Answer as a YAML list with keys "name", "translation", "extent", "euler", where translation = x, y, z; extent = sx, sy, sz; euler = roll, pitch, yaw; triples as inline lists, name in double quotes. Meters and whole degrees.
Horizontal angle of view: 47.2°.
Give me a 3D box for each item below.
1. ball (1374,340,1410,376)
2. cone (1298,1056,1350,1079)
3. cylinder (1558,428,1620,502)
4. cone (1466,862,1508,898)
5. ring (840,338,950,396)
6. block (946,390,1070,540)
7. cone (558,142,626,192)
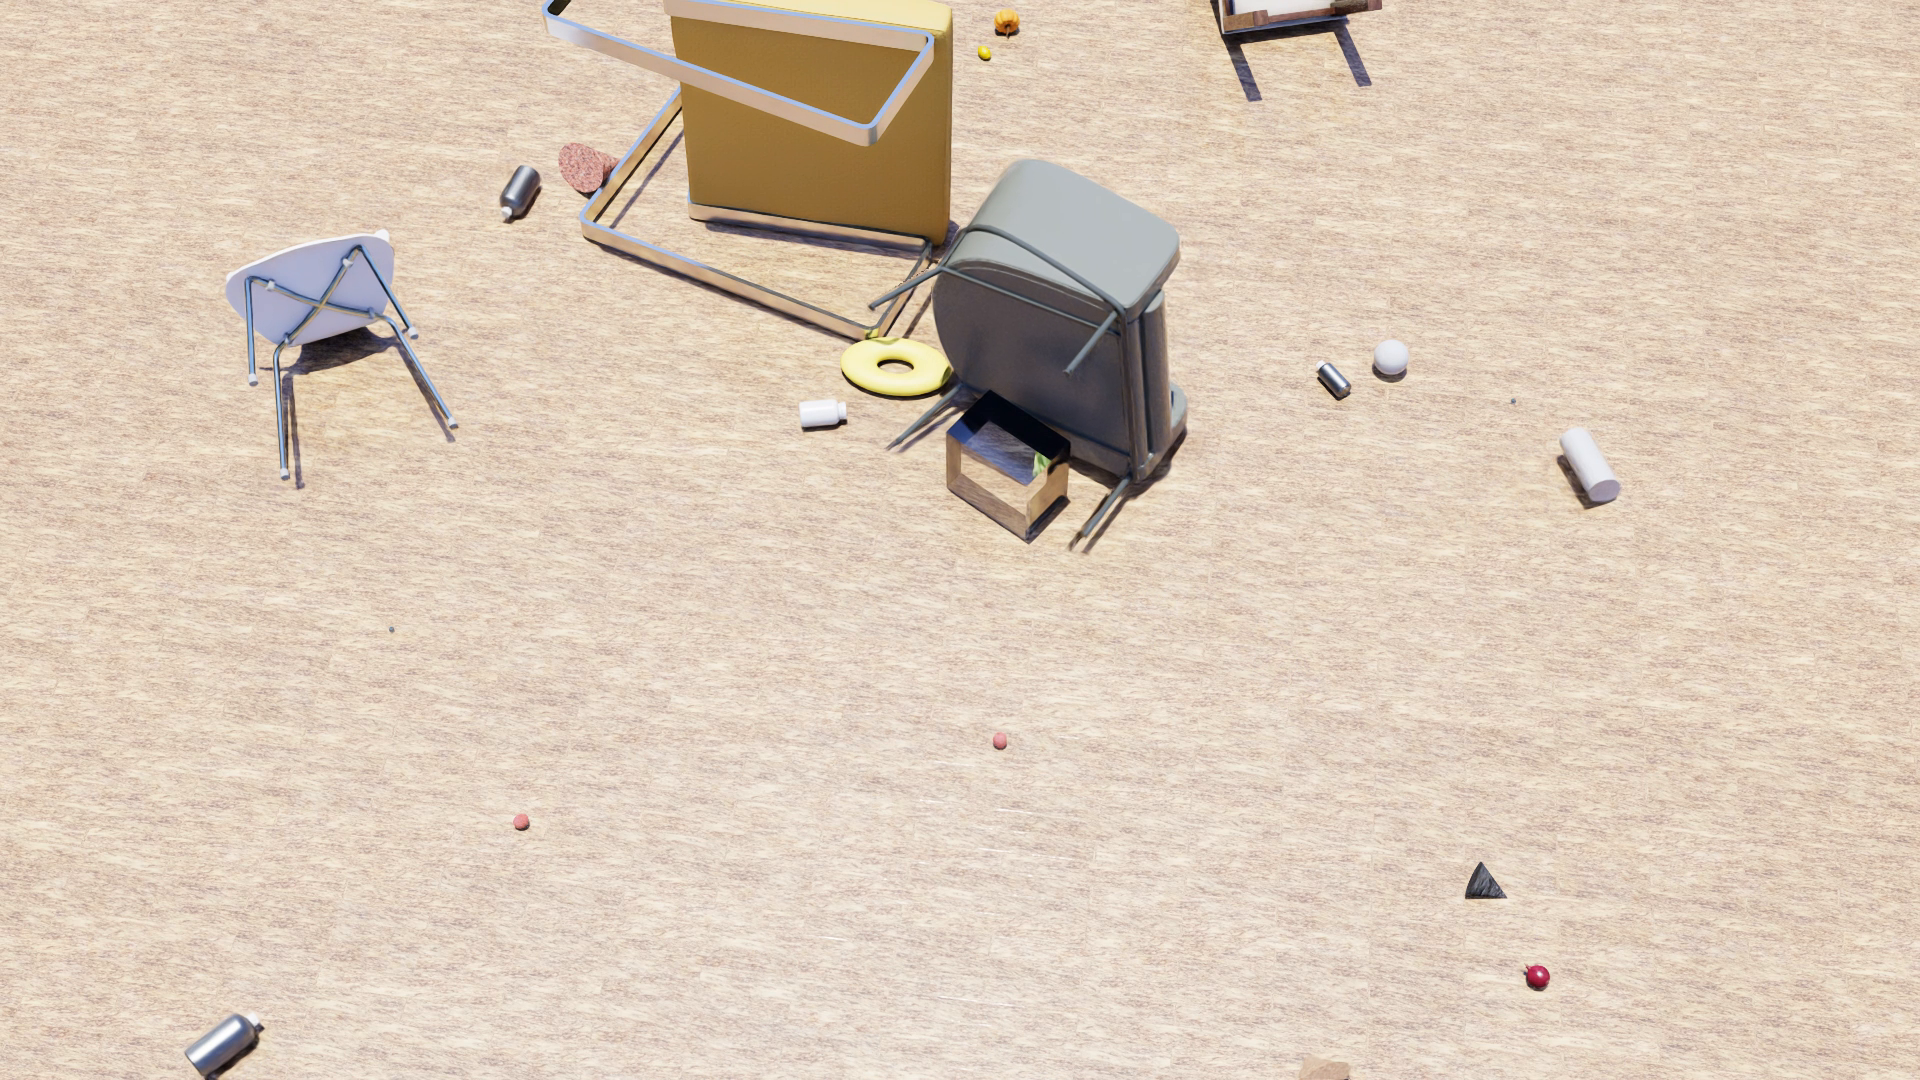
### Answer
- name: "ball"
  translation: [1.352, -0.572, 6.891]
  extent: [0.112, 0.112, 0.112]
  euler: [0, 56, 0]
- name: "cone"
  translation: [0.908, 1.355, 5.638]
  extent: [0.162, 0.094, 0.095]
  euler: [-25, 32, -6]
- name: "cylinder"
  translation: [1.902, -0.226, 6.647]
  extent: [0.094, 0.145, 0.201]
  euler: [-34, 56, 20]
- name: "cone"
  translation: [1.432, 0.939, 5.926]
  extent: [0.108, 0.061, 0.107]
  euler: [31, 59, 1]
- name: "ring"
  translation: [-0.202, -0.545, 6.904]
  extent: [0.352, 0.060, 0.218]
  euler: [8, 56, 6]
- name: "block"
  translation: [0.141, -0.224, 6.555]
  extent: [0.305, 0.281, 0.205]
  euler: [34, 63, 21]
- name: "cone"
  translation: [-1.195, -1.257, 7.368]
  extent: [0.187, 0.160, 0.255]
  euler: [-16, 28, -42]
